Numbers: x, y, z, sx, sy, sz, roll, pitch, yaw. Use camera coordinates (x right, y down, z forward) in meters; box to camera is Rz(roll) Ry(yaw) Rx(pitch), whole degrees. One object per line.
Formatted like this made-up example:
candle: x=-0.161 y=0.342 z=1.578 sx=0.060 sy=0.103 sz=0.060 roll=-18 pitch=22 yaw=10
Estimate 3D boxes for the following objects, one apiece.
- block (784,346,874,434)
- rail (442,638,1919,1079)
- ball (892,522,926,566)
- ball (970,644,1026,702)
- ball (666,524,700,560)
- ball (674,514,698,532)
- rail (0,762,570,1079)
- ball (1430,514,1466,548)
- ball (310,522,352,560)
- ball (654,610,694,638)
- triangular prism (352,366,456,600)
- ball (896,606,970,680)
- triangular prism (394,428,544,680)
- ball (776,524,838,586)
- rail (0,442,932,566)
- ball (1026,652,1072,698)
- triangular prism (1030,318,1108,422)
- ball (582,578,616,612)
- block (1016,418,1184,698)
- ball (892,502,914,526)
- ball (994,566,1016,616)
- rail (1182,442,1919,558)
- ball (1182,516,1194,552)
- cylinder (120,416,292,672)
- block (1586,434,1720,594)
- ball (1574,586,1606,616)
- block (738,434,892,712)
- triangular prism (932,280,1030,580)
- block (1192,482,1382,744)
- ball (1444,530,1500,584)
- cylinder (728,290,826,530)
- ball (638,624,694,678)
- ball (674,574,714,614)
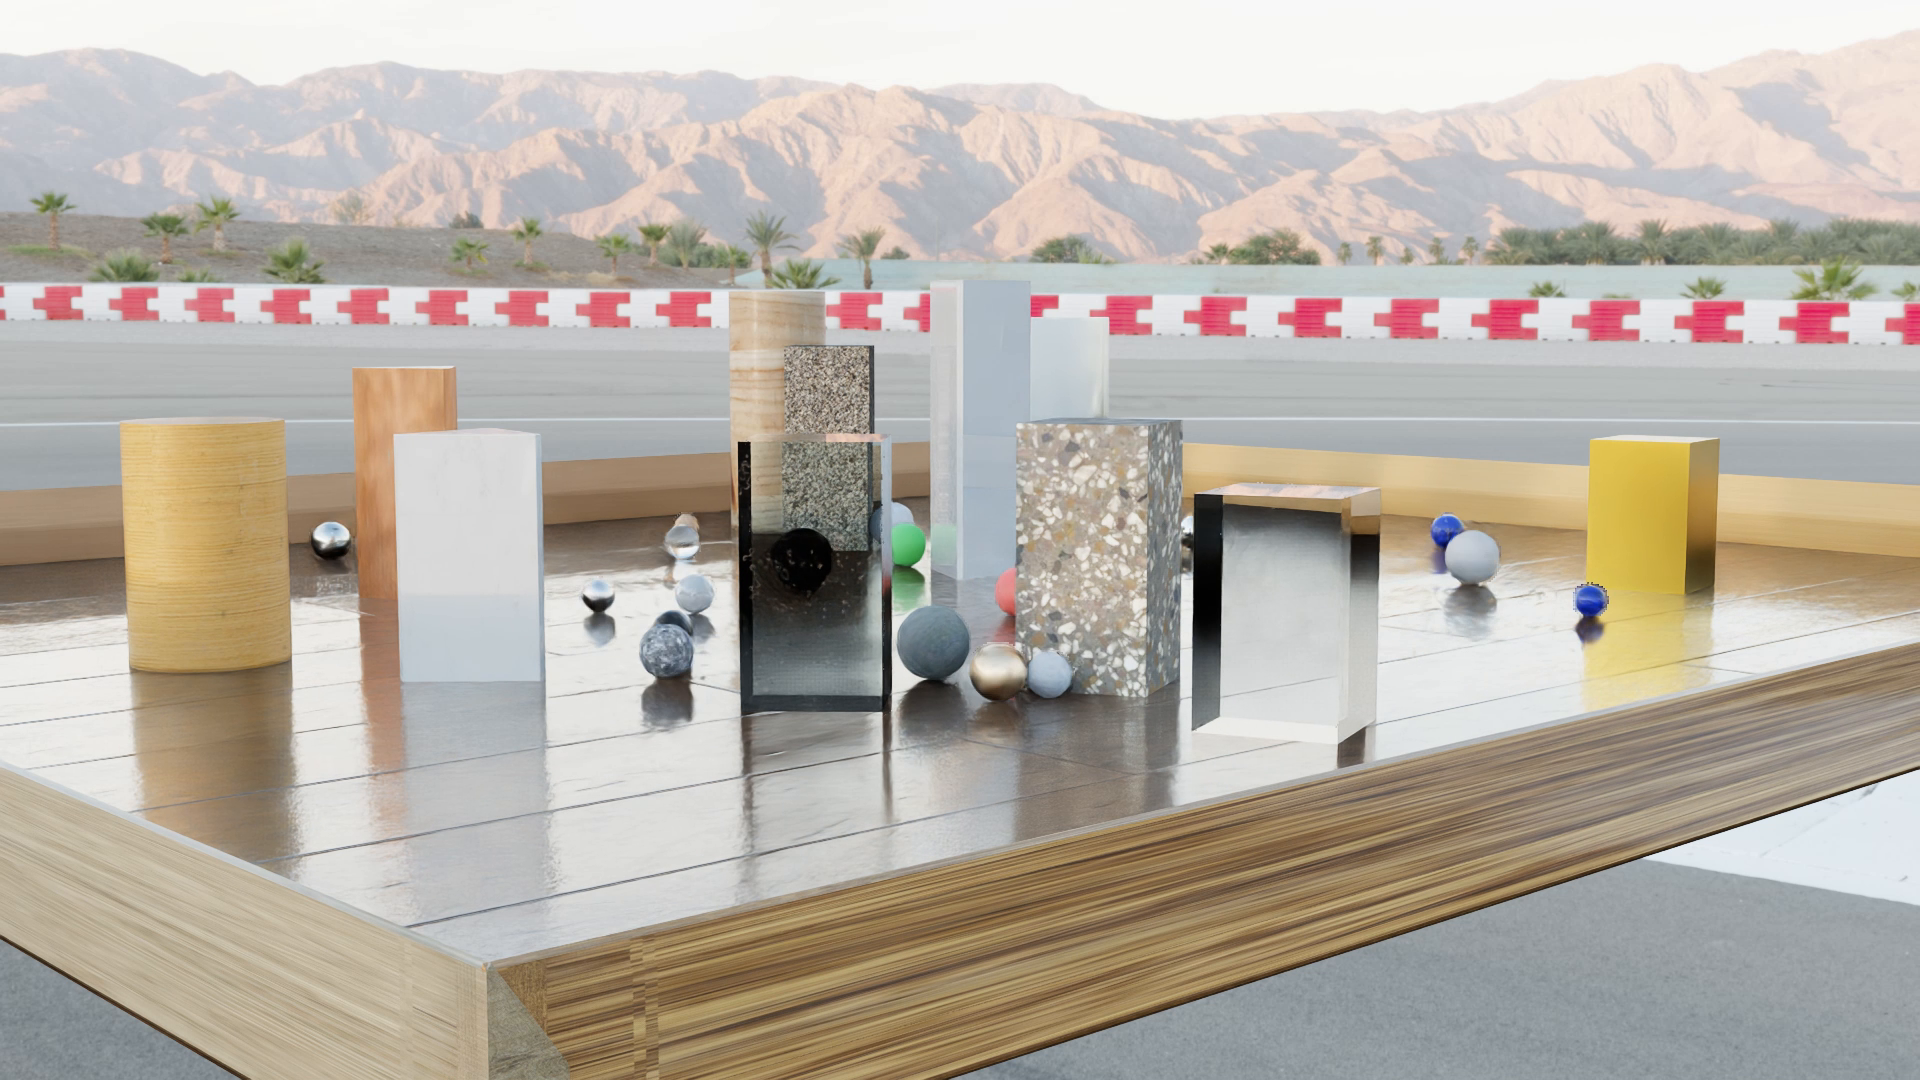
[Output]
block: x=-0.247 y=-0.182 z=4.205 sx=0.159 sy=0.378 sz=0.159 roll=0 pitch=6 yaw=1
rail: x=1.014 y=0.147 z=2.239 sx=3.424 sy=0.129 sz=0.045 roll=-5 pitch=8 yaw=-42
ball: x=-0.098 y=0.008 z=3.839 sx=0.076 sy=0.076 sz=0.076 roll=0 pitch=6 yaw=0
ball: x=0.043 y=0.151 z=2.514 sx=0.066 sy=0.066 sz=0.066 roll=0 pitch=6 yaw=0
ball: x=-0.499 y=0.004 z=3.950 sx=0.062 sy=0.062 sz=0.062 roll=0 pitch=6 yaw=0
ball: x=-0.538 y=-0.028 z=4.331 sx=0.046 sy=0.046 sz=0.046 roll=0 pitch=6 yaw=0
rail: x=-1.241 y=0.152 z=2.193 sx=0.045 sy=0.129 sz=3.037 roll=-5 pitch=8 yaw=-42
ball: x=0.916 y=-0.016 z=4.128 sx=0.064 sy=0.064 sz=0.064 roll=0 pitch=6 yaw=0
ball: x=-1.125 y=0.002 z=3.933 sx=0.069 sy=0.069 sz=0.069 roll=0 pitch=6 yaw=0
ball: x=-0.379 y=0.118 z=2.898 sx=0.053 sy=0.053 sz=0.053 roll=0 pitch=6 yaw=0
triangular prism: x=-0.832 y=-0.093 z=3.453 sx=0.172 sy=0.357 sz=0.149 roll=2 pitch=6 yaw=20
ball: x=-0.033 y=0.124 z=2.661 sx=0.090 sy=0.090 sz=0.090 roll=0 pitch=6 yaw=0
triangular prism: x=-0.591 y=0.014 z=2.714 sx=0.172 sy=0.297 sz=0.149 roll=0 pitch=6 yaw=-2
ball: x=-0.249 y=0.025 z=3.567 sx=0.099 sy=0.099 sz=0.099 roll=0 pitch=6 yaw=0
rail: x=-1.014 y=-0.080 z=4.424 sx=3.424 sy=0.129 sz=0.045 roll=-5 pitch=8 yaw=-42
ball: x=0.103 y=0.156 z=2.535 sx=0.053 sy=0.053 sz=0.053 roll=0 pitch=6 yaw=0
triangular prism: x=0.251 y=-0.223 z=4.341 sx=0.172 sy=0.432 sz=0.149 roll=4 pitch=7 yaw=35
ball: x=-0.535 y=0.082 z=3.256 sx=0.049 sy=0.049 sz=0.049 roll=0 pitch=6 yaw=0
block: x=0.168 y=0.015 z=2.626 sx=0.159 sy=0.314 sz=0.159 roll=2 pitch=6 yaw=20
ball: x=-0.128 y=-0.032 z=4.204 sx=0.081 sy=0.081 sz=0.081 roll=0 pitch=6 yaw=0
ball: x=0.088 y=0.076 z=3.199 sx=0.075 sy=0.075 sz=0.075 roll=0 pitch=6 yaw=0
rail: x=1.241 y=-0.085 z=4.471 sx=0.045 sy=0.129 sz=3.037 roll=-5 pitch=8 yaw=-42
ball: x=0.439 y=-0.013 z=4.075 sx=0.069 sy=0.069 sz=0.069 roll=0 pitch=6 yaw=0
cylinder: x=-0.957 y=0.001 z=2.796 sx=0.198 sy=0.306 sz=0.198 roll=0 pitch=6 yaw=0
block: x=1.121 y=-0.044 z=3.557 sx=0.159 sy=0.239 sz=0.159 roll=4 pitch=7 yaw=35
ball: x=0.922 y=0.089 z=3.216 sx=0.045 sy=0.045 sz=0.045 roll=0 pitch=6 yaw=0
block: x=-0.163 y=0.033 z=2.513 sx=0.159 sy=0.301 sz=0.159 roll=0 pitch=6 yaw=2
triangular prism: x=0.006 y=-0.191 z=3.734 sx=0.149 sy=0.495 sz=0.172 roll=6 pitch=8 yaw=44
block: x=0.351 y=0.073 z=2.357 sx=0.159 sy=0.254 sz=0.159 roll=3 pitch=7 yaw=25
ball: x=0.836 y=0.028 z=3.590 sx=0.088 sy=0.088 sz=0.088 roll=0 pitch=6 yaw=0
cylinder: x=-0.374 y=-0.268 z=4.519 sx=0.198 sy=0.484 sz=0.198 roll=0 pitch=6 yaw=0
ball: x=-0.356 y=0.135 z=2.669 sx=0.067 sy=0.067 sz=0.067 roll=0 pitch=6 yaw=0
ball: x=-0.391 y=0.079 z=3.242 sx=0.059 sy=0.059 sz=0.059 roll=0 pitch=6 yaw=0
